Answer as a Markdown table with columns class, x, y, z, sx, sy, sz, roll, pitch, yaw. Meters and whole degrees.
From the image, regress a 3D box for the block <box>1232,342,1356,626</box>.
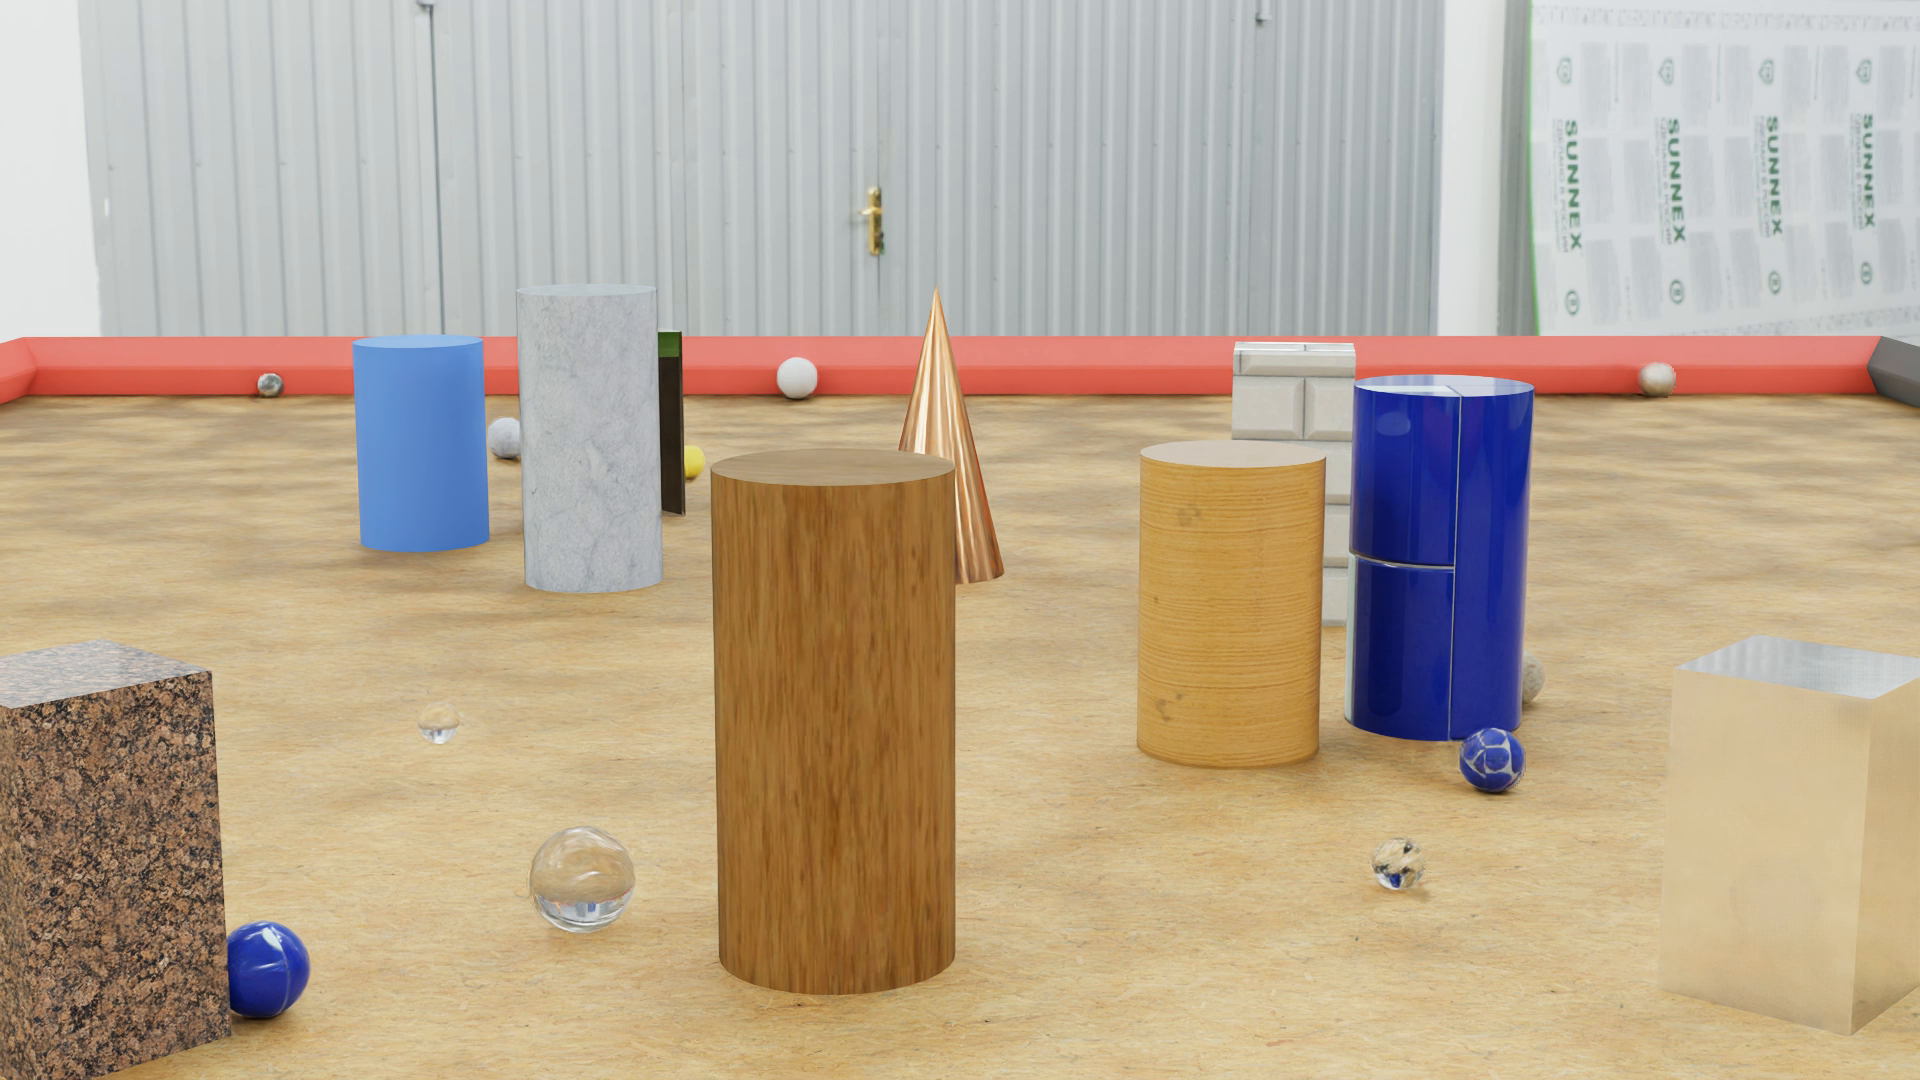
| class | x | y | z | sx | sy | sz | roll | pitch | yaw |
| --- | --- | --- | --- | --- | --- | --- | --- | --- | --- |
| block | 0.442 | -0.077 | 3.421 | 0.157 | 0.356 | 0.157 | 1 | 11 | 7 |

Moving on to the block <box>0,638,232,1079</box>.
| class | x | y | z | sx | sy | sz | roll | pitch | yaw |
| --- | --- | --- | --- | --- | --- | --- | --- | --- | --- |
| block | -0.664 | 0.237 | 1.918 | 0.157 | 0.285 | 0.157 | 9 | 14 | 42 |

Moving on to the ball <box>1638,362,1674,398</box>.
| class | x | y | z | sx | sy | sz | roll | pitch | yaw |
| --- | --- | --- | --- | --- | --- | --- | --- | --- | --- |
| ball | 1.538 | -0.353 | 5.674 | 0.078 | 0.078 | 0.078 | 0 | 11 | 0 |

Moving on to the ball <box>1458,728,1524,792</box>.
| class | x | y | z | sx | sy | sz | roll | pitch | yaw |
| --- | --- | --- | --- | --- | --- | --- | --- | --- | --- |
| ball | 0.539 | 0.223 | 2.600 | 0.065 | 0.065 | 0.065 | 0 | 11 | 0 |

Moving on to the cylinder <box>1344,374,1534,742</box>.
| class | x | y | z | sx | sy | sz | roll | pitch | yaw |
| --- | --- | --- | --- | --- | --- | --- | --- | --- | --- |
| cylinder | 0.532 | 0.016 | 2.858 | 0.196 | 0.379 | 0.196 | 0 | 11 | 0 |

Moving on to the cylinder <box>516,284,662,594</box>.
| class | x | y | z | sx | sy | sz | roll | pitch | yaw |
| --- | --- | --- | --- | --- | --- | --- | --- | --- | --- |
| cylinder | -0.524 | -0.148 | 3.640 | 0.196 | 0.415 | 0.196 | 0 | 11 | 0 |

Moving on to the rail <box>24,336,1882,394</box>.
| class | x | y | z | sx | sy | sz | roll | pitch | yaw |
| --- | --- | --- | --- | --- | --- | --- | --- | --- | --- |
| rail | -0.013 | -0.387 | 5.714 | 4.151 | 0.127 | 0.045 | 0 | 11 | 0 |

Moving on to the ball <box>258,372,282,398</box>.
| class | x | y | z | sx | sy | sz | roll | pitch | yaw |
| --- | --- | --- | --- | --- | --- | --- | --- | --- | --- |
| ball | -1.528 | -0.343 | 5.680 | 0.055 | 0.055 | 0.055 | 0 | 11 | 0 |

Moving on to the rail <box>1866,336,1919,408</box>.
| class | x | y | z | sx | sy | sz | roll | pitch | yaw |
| --- | --- | --- | --- | --- | --- | --- | --- | --- | --- |
| rail | 2.052 | 0.031 | 3.461 | 0.045 | 0.127 | 4.655 | 0 | 11 | 0 |

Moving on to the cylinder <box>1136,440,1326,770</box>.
| class | x | y | z | sx | sy | sz | roll | pitch | yaw |
| --- | --- | --- | --- | --- | --- | --- | --- | --- | --- |
| cylinder | 0.289 | 0.065 | 2.750 | 0.196 | 0.320 | 0.196 | 0 | 11 | 0 |

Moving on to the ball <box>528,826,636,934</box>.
| class | x | y | z | sx | sy | sz | roll | pitch | yaw |
| --- | --- | --- | --- | --- | --- | --- | --- | --- | --- |
| ball | -0.321 | 0.288 | 2.178 | 0.090 | 0.090 | 0.090 | 0 | 11 | 0 |

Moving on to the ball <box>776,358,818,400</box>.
| class | x | y | z | sx | sy | sz | roll | pitch | yaw |
| --- | --- | --- | --- | --- | --- | --- | --- | --- | --- |
| ball | -0.357 | -0.356 | 5.651 | 0.092 | 0.092 | 0.092 | 0 | 11 | 0 |

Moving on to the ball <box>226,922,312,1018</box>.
| class | x | y | z | sx | sy | sz | roll | pitch | yaw |
| --- | --- | --- | --- | --- | --- | --- | --- | --- | --- |
| ball | -0.540 | 0.332 | 1.985 | 0.074 | 0.074 | 0.074 | 0 | 11 | 0 |

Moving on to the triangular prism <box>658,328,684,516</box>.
| class | x | y | z | sx | sy | sz | roll | pitch | yaw |
| --- | --- | --- | --- | --- | --- | --- | --- | --- | --- |
| triangular prism | -0.543 | -0.199 | 4.224 | 0.170 | 0.302 | 0.147 | -1 | 11 | -7 |

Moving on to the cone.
| class | x | y | z | sx | sy | sz | roll | pitch | yaw |
| --- | --- | --- | --- | --- | --- | --- | --- | --- | --- |
| cone | -0.033 | -0.160 | 3.695 | 0.196 | 0.418 | 0.196 | 0 | 11 | 0 |

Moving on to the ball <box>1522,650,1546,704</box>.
| class | x | y | z | sx | sy | sz | roll | pitch | yaw |
| --- | --- | --- | --- | --- | --- | --- | --- | --- | --- |
| ball | 0.644 | 0.158 | 2.961 | 0.062 | 0.062 | 0.062 | 0 | 11 | 0 |

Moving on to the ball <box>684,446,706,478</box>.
| class | x | y | z | sx | sy | sz | roll | pitch | yaw |
| --- | --- | --- | --- | --- | --- | --- | --- | --- | --- |
| ball | -0.483 | -0.140 | 4.573 | 0.059 | 0.059 | 0.059 | 0 | 11 | 0 |

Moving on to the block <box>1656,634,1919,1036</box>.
| class | x | y | z | sx | sy | sz | roll | pitch | yaw |
| --- | --- | --- | --- | --- | --- | --- | --- | --- | --- |
| block | 0.667 | 0.227 | 2.032 | 0.157 | 0.263 | 0.157 | 9 | 14 | 39 |

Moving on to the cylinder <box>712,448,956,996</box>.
| class | x | y | z | sx | sy | sz | roll | pitch | yaw |
| --- | --- | --- | --- | --- | --- | --- | --- | --- | --- |
| cylinder | -0.102 | 0.142 | 2.093 | 0.196 | 0.409 | 0.196 | 0 | 11 | 0 |

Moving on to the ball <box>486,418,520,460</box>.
| class | x | y | z | sx | sy | sz | roll | pitch | yaw |
| --- | --- | --- | --- | --- | --- | --- | --- | --- | --- |
| ball | -0.845 | -0.189 | 4.787 | 0.079 | 0.079 | 0.079 | 0 | 11 | 0 |

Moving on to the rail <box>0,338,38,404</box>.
| class | x | y | z | sx | sy | sz | roll | pitch | yaw |
| --- | --- | --- | --- | --- | --- | --- | --- | --- | --- |
| rail | -2.052 | 0.035 | 3.437 | 0.045 | 0.127 | 4.655 | 0 | 11 | 0 |

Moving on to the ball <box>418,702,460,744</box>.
| class | x | y | z | sx | sy | sz | roll | pitch | yaw |
| --- | --- | --- | --- | --- | --- | --- | --- | --- | --- |
| ball | -0.566 | 0.198 | 2.787 | 0.046 | 0.046 | 0.046 | 0 | 11 | 0 |

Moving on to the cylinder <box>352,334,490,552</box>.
| class | x | y | z | sx | sy | sz | roll | pitch | yaw |
| --- | --- | --- | --- | --- | --- | --- | --- | --- | --- |
| cylinder | -0.829 | -0.152 | 3.951 | 0.196 | 0.310 | 0.196 | 0 | 11 | 0 |

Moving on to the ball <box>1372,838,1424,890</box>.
| class | x | y | z | sx | sy | sz | roll | pitch | yaw |
| --- | --- | --- | --- | --- | --- | --- | --- | --- | --- |
| ball | 0.391 | 0.289 | 2.292 | 0.047 | 0.047 | 0.047 | 0 | 11 | 0 |
